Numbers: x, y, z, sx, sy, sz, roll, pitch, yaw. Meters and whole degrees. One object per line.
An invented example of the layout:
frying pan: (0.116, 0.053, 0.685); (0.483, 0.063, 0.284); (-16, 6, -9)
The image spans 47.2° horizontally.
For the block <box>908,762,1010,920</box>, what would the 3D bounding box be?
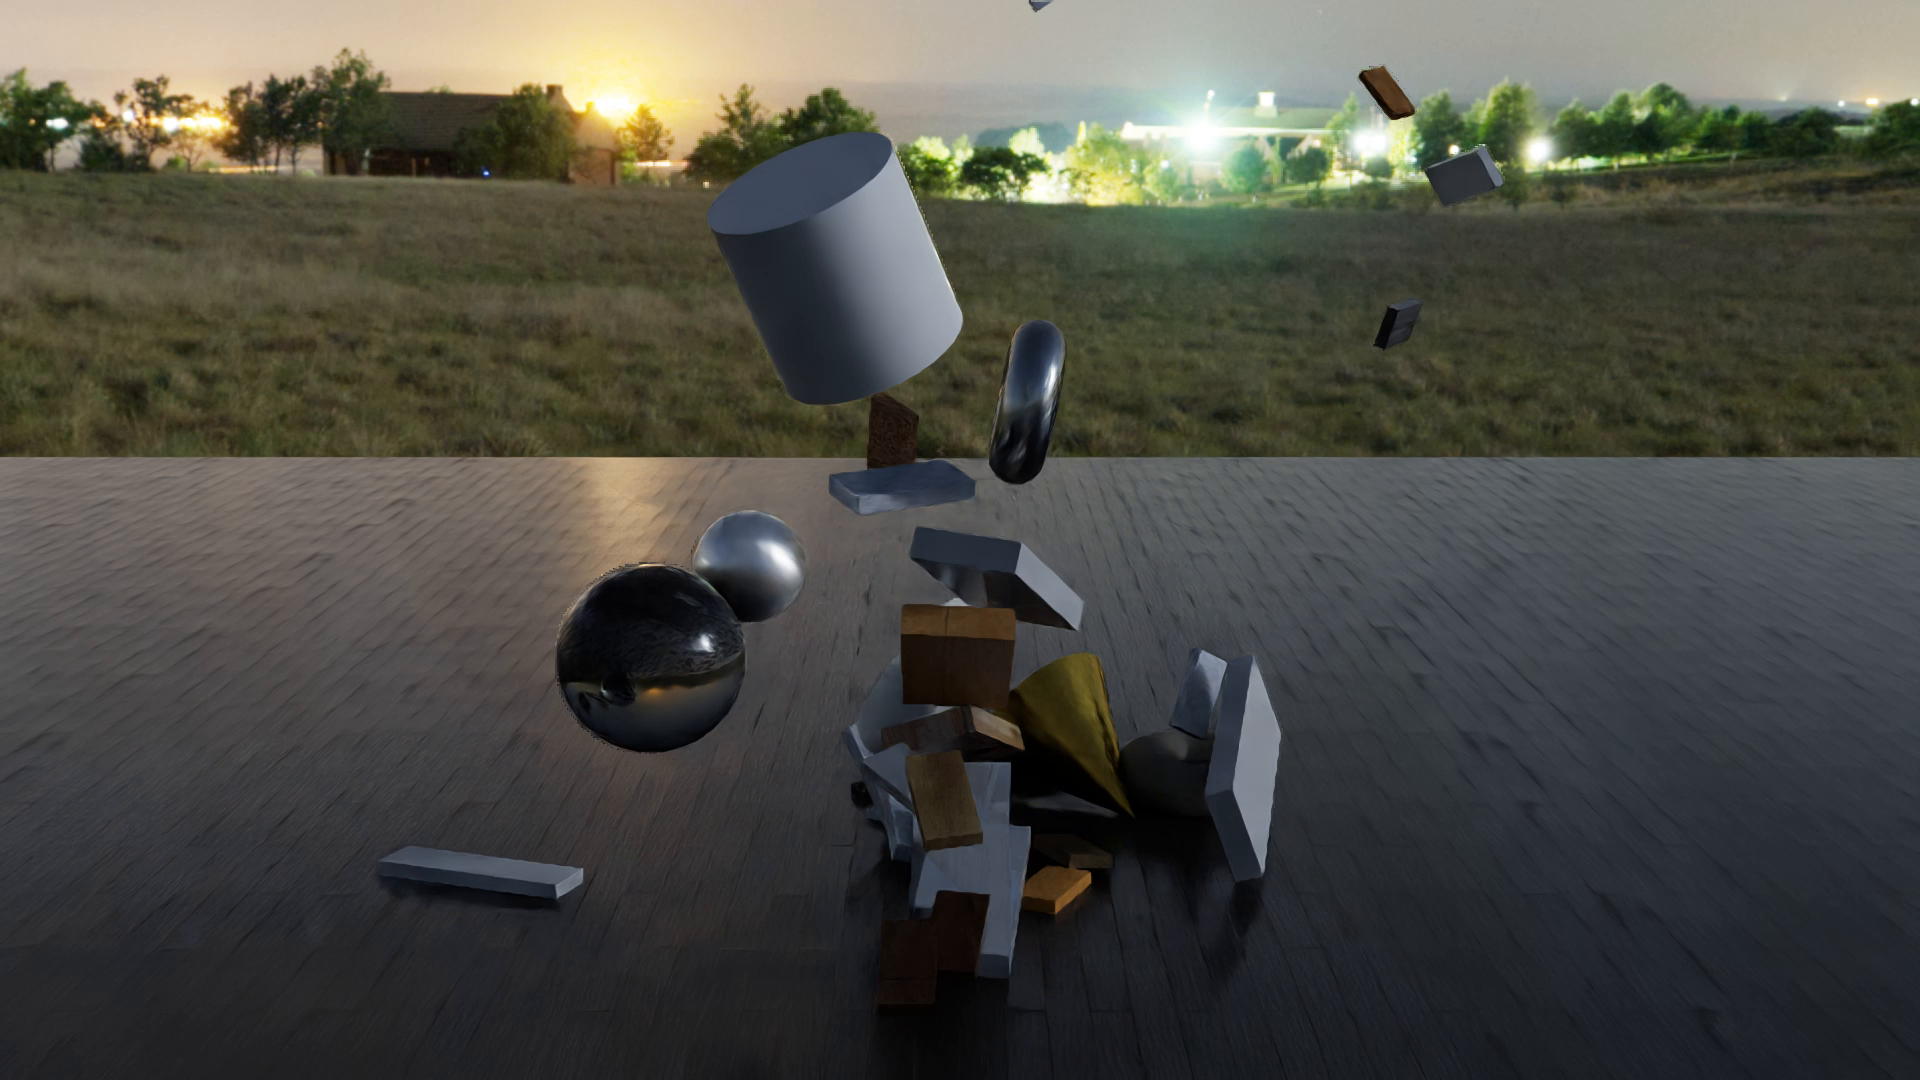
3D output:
block: (0.002, 0.498, 3.615); (0.158, 0.045, 0.316); (0, 41, 2)

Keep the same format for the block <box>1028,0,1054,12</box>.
block: (0.163, -0.967, 3.805); (0.109, 0.054, 0.015); (-33, 18, 2)

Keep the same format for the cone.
cone: (0.240, 0.420, 4.134); (0.294, 0.294, 0.294); (-10, 48, -43)

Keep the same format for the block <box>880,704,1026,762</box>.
block: (-0.008, 0.342, 3.745); (0.158, 0.045, 0.316); (-17, -16, 13)

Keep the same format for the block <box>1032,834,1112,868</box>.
block: (0.194, 0.540, 3.817); (0.080, 0.023, 0.160); (4, 4, -22)

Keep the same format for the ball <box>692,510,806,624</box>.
ball: (-0.367, 0.046, 3.828); (0.197, 0.197, 0.197); (0, 11, 0)

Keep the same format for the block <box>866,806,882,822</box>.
block: (-0.112, 0.509, 4.060); (0.115, 0.016, 0.058); (10, 14, 42)

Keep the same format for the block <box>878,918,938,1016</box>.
block: (-0.076, 0.624, 3.218); (0.082, 0.023, 0.164); (-2, 37, 2)

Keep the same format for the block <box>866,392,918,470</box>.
block: (-0.131, -0.188, 4.256); (0.098, 0.196, 0.028); (35, 53, 24)

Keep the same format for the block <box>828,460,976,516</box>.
block: (-0.106, -0.098, 4.047); (0.242, 0.034, 0.121); (-9, 26, -29)

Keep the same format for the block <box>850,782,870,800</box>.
block: (-0.148, 0.478, 4.229); (0.115, 0.016, 0.058); (-3, 11, -16)

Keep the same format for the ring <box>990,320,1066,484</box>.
ring: (0.123, -0.252, 4.024); (0.102, 0.306, 0.306); (11, 10, -2)

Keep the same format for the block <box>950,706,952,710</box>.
block: (-0.072, 0.368, 4.261); (0.096, 0.192, 0.027); (18, -20, -22)

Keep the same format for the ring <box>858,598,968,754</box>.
ring: (-0.056, 0.241, 3.849); (0.109, 0.328, 0.328); (38, 18, 7)

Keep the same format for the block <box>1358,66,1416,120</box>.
block: (0.776, -0.810, 3.991); (0.054, 0.109, 0.015); (-18, -25, -31)

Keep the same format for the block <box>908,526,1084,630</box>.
block: (0.062, 0.063, 3.439); (0.172, 0.049, 0.345); (9, -13, 22)

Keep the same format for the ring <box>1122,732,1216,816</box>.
ring: (0.447, 0.442, 4.182); (0.307, 0.102, 0.307); (1, 12, 0)

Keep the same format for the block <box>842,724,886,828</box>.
block: (-0.110, 0.436, 4.002); (0.121, 0.034, 0.242); (-7, 52, -30)

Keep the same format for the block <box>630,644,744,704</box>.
block: (-0.410, 0.202, 3.304); (0.088, 0.025, 0.175); (37, -32, -28)

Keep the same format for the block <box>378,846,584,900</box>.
block: (-0.816, 0.564, 3.740); (0.349, 0.025, 0.088); (4, 11, 20)

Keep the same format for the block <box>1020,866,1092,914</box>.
block: (0.152, 0.581, 3.658); (0.080, 0.023, 0.160); (5, 12, 24)

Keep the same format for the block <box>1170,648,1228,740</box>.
block: (0.452, 0.291, 4.166); (0.077, 0.155, 0.022); (28, -15, -37)

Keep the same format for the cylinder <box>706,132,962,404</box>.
cylinder: (-0.185, -0.407, 3.290); (0.294, 0.294, 0.294); (-17, 31, 11)

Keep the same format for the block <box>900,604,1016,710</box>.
block: (-0.004, 0.188, 3.484); (0.172, 0.049, 0.345); (3, -22, 0)

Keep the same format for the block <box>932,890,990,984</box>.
block: (-0.006, 0.594, 3.297); (0.082, 0.023, 0.164); (4, 35, 8)

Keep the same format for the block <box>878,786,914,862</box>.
block: (-0.070, 0.483, 3.870); (0.121, 0.034, 0.242); (11, 27, -15)

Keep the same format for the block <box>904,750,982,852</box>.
block: (-0.026, 0.395, 3.339); (0.088, 0.025, 0.175); (-6, 40, -9)

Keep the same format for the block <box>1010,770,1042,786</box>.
block: (0.182, 0.448, 4.361); (0.192, 0.027, 0.096); (-9, 14, -41)

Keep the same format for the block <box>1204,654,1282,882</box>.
block: (0.509, 0.397, 3.928); (0.049, 0.172, 0.522); (-15, 19, 17)

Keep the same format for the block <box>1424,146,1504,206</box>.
block: (0.931, -0.672, 4.064); (0.022, 0.077, 0.155); (-35, 10, -24)

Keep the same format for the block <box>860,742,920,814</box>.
block: (-0.079, 0.380, 3.492); (0.082, 0.023, 0.164); (-21, 32, -29)

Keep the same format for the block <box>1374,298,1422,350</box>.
block: (0.824, -0.407, 4.130); (0.022, 0.077, 0.155); (26, 23, 21)

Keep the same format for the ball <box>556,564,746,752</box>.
ball: (-0.430, 0.165, 3.068); (0.263, 0.263, 0.263); (0, 11, 0)

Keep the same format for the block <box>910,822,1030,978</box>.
block: (0.015, 0.556, 3.432); (0.158, 0.045, 0.316); (3, 30, 7)
